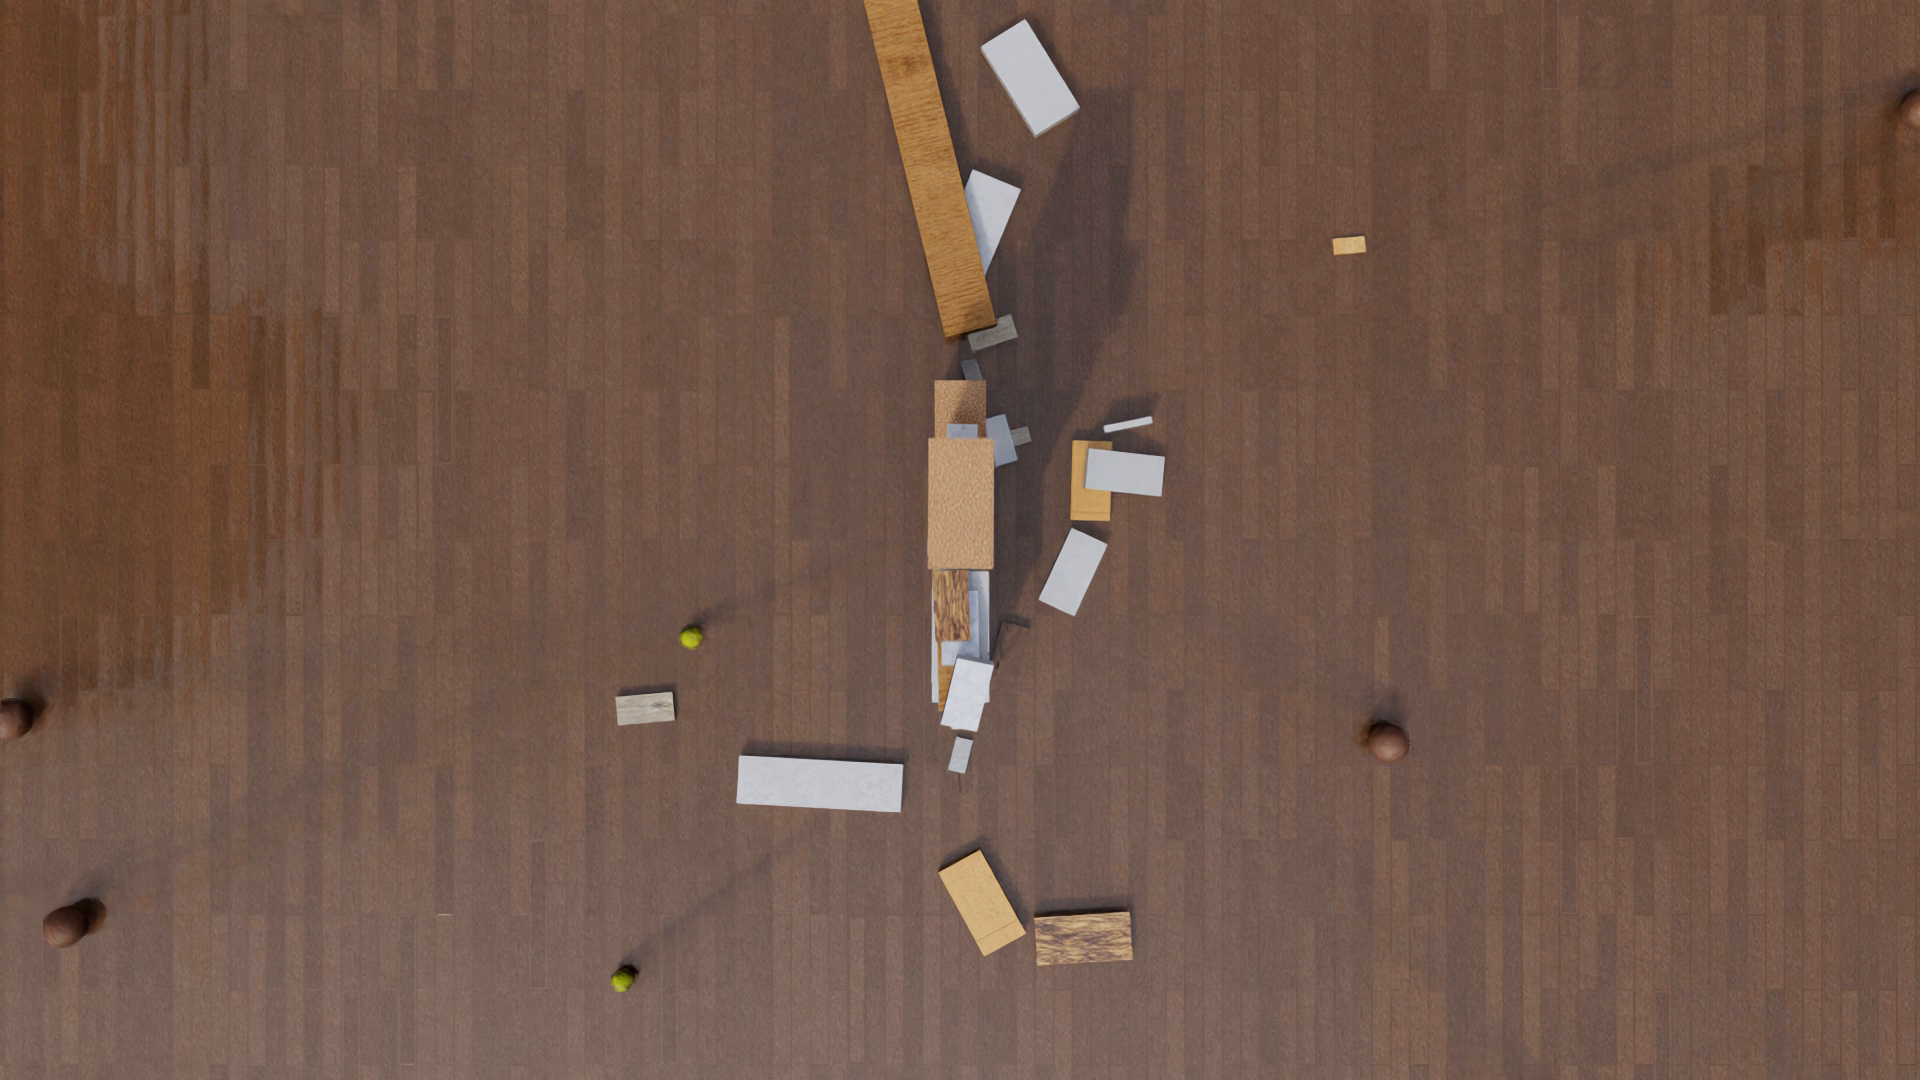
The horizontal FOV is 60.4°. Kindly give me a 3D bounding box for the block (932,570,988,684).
[{"bbox_3d":[0.000,0.236,4.489,0.152,0.043,0.304,0,90,0],"label":"block"}]

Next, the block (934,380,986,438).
[{"bbox_3d":[0.001,-0.338,5.159,0.159,0.045,0.319,0,90,0],"label":"block"}]

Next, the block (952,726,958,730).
[{"bbox_3d":[-0.005,0.572,5.492,0.056,0.016,0.112,-5,90,0],"label":"block"}]

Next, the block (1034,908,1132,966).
[{"bbox_3d":[0.409,1.319,5.478,0.316,0.045,0.158,-4,90,0],"label":"block"}]

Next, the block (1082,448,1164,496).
[{"bbox_3d":[0.541,-0.222,5.452,0.263,0.037,0.131,6,89,-12],"label":"block"}]

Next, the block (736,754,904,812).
[{"bbox_3d":[-0.463,0.807,5.478,0.543,0.045,0.158,3,90,0],"label":"block"}]

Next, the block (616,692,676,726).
[{"bbox_3d":[-1.045,0.560,5.487,0.189,0.027,0.095,-5,90,0],"label":"block"}]

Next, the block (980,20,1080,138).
[{"bbox_3d":[0.233,-1.531,5.476,0.172,0.049,0.344,-32,90,0],"label":"block"}]

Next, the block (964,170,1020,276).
[{"bbox_3d":[0.056,-1.034,5.476,0.172,0.049,0.344,23,90,0],"label":"block"}]

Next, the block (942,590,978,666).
[{"bbox_3d":[0.000,0.237,4.431,0.099,0.028,0.199,-1,77,0],"label":"block"}]

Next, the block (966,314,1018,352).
[{"bbox_3d":[0.105,-0.689,5.485,0.159,0.023,0.080,-18,96,0],"label":"block"}]

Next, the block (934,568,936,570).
[{"bbox_3d":[-0.002,-0.016,5.155,0.161,0.046,0.322,0,90,0],"label":"block"}]

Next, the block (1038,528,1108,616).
[{"bbox_3d":[0.375,0.106,5.481,0.131,0.037,0.263,25,90,0],"label":"block"}]

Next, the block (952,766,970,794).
[{"bbox_3d":[0.004,0.786,5.492,0.056,0.016,0.113,-4,90,0],"label":"block"}]

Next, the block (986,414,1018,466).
[{"bbox_3d":[0.132,-0.331,5.474,0.080,0.023,0.159,-16,90,0],"label":"block"}]

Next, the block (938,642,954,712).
[{"bbox_3d":[-0.009,0.360,4.454,0.099,0.028,0.199,-1,90,0],"label":"block"}]

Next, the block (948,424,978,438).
[{"bbox_3d":[0.006,-0.255,4.941,0.091,0.026,0.182,1,90,0],"label":"block"}]

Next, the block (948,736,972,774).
[{"bbox_3d":[0.002,0.715,5.479,0.056,0.016,0.112,14,78,4],"label":"block"}]

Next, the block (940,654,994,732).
[{"bbox_3d":[0.019,0.409,4.408,0.099,0.028,0.199,12,109,-5],"label":"block"}]

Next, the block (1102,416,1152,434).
[{"bbox_3d":[0.553,-0.380,5.460,0.159,0.080,0.023,-12,90,0],"label":"block"}]

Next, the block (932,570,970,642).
[{"bbox_3d":[-0.023,0.177,4.417,0.095,0.027,0.189,-3,77,0],"label":"block"}]

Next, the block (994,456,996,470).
[{"bbox_3d":[0.009,-0.207,4.702,0.175,0.454,0.050,-9,90,0],"label":"block"}]

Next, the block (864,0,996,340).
[{"bbox_3d":[-0.108,-1.283,5.440,0.172,0.049,1.237,-14,87,4],"label":"block"}]

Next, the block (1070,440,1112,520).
[{"bbox_3d":[0.435,-0.197,5.481,0.131,0.037,0.263,2,90,0],"label":"block"}]

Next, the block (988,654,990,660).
[{"bbox_3d":[0.003,0.328,4.663,0.152,0.304,0.043,5,90,0],"label":"block"}]

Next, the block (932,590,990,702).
[{"bbox_3d":[0.002,0.325,5.122,0.176,0.050,0.353,0,90,0],"label":"block"}]

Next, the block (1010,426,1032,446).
[{"bbox_3d":[0.180,-0.339,5.493,0.105,0.015,0.053,-16,90,0],"label":"block"}]

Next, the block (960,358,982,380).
[{"bbox_3d":[0.040,-0.538,5.351,0.053,0.313,0.015,-11,111,0],"label":"block"}]

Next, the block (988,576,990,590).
[{"bbox_3d":[0.004,0.122,4.663,0.152,0.304,0.043,0,88,0],"label":"block"}]

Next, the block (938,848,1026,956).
[{"bbox_3d":[0.073,1.201,5.478,0.158,0.045,0.316,-29,90,0],"label":"block"}]

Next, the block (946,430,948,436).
[{"bbox_3d":[0.006,-0.326,5.045,0.091,0.182,0.026,3,90,0],"label":"block"}]

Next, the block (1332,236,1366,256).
[{"bbox_3d":[1.295,-0.980,5.493,0.105,0.015,0.053,-5,90,0],"label":"block"}]

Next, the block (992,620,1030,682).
[{"bbox_3d":[0.161,0.372,5.487,0.095,0.027,0.189,16,90,0],"label":"block"}]

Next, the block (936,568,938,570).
[{"bbox_3d":[0.000,-0.030,4.845,0.134,0.038,0.268,0,90,0],"label":"block"}]

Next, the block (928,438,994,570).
[{"bbox_3d":[0.003,-0.097,4.450,0.175,0.050,0.351,0,90,0],"label":"block"}]
